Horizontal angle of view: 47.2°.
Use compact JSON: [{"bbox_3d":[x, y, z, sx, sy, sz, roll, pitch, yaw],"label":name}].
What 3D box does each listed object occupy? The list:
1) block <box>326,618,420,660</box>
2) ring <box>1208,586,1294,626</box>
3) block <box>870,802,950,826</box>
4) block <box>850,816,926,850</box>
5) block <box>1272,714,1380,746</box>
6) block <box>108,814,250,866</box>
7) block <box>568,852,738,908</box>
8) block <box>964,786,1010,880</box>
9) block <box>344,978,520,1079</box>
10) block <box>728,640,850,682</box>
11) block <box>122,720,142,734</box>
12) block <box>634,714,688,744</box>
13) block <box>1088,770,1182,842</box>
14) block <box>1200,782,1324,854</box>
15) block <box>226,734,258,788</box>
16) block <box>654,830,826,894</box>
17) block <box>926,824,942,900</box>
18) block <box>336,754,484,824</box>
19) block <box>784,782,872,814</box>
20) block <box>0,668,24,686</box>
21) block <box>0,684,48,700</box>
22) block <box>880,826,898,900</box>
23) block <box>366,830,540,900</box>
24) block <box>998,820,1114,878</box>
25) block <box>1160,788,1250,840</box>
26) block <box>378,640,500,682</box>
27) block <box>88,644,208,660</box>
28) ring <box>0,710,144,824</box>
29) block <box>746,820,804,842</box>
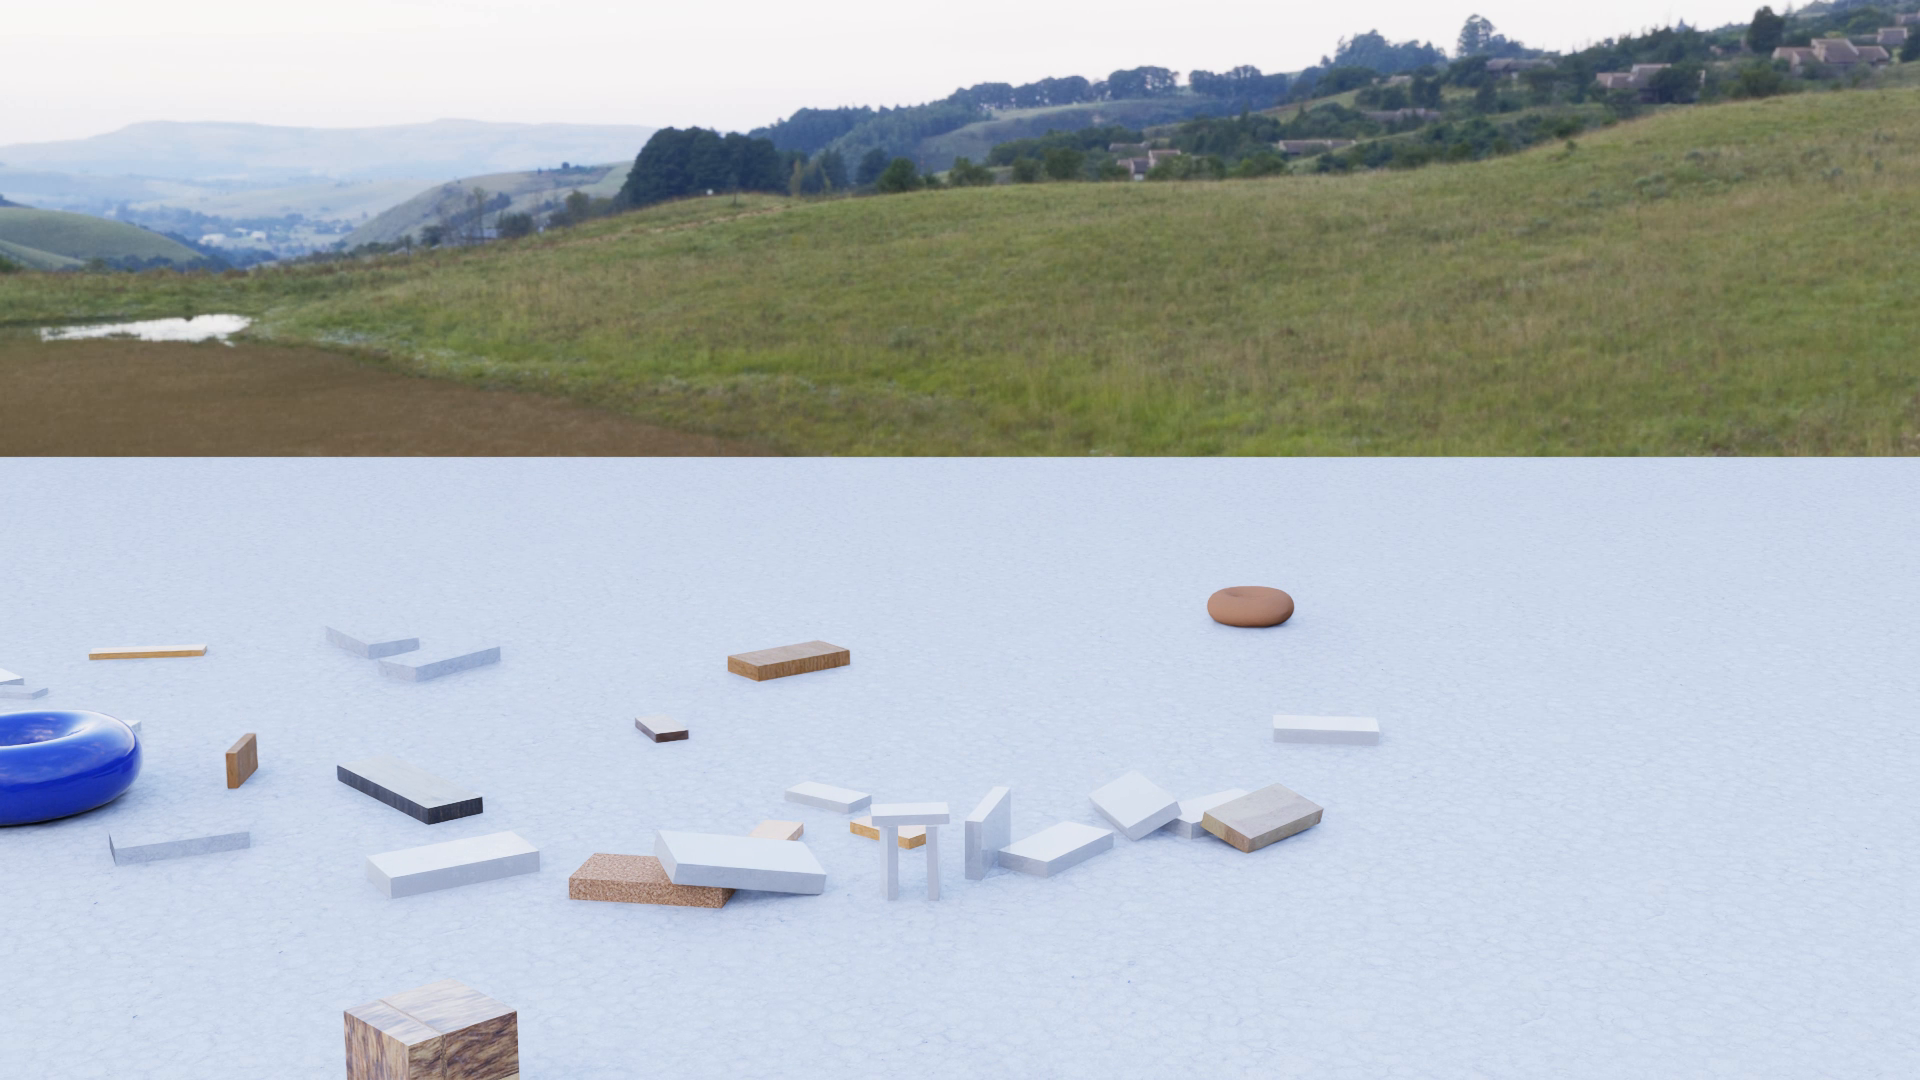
[{"bbox_3d":[-1.453,0.243,5.434,0.131,0.037,0.267,-8,13,-37],"label":"block"},{"bbox_3d":[0.755,0.172,5.717,0.226,0.075,0.226,-1,11,0],"label":"ring"},{"bbox_3d":[-0.084,0.455,3.646,0.128,0.018,0.064,-1,11,-5],"label":"block"},{"bbox_3d":[-0.120,0.524,3.966,0.147,0.021,0.073,9,14,41],"label":"block"},{"bbox_3d":[0.766,0.399,4.615,0.216,0.031,0.108,1,11,7],"label":"block"},{"bbox_3d":[-1.384,0.531,3.899,0.224,0.032,0.112,-5,12,-25],"label":"block"},{"bbox_3d":[-0.507,0.569,3.680,0.261,0.037,0.130,2,11,9],"label":"block"},{"bbox_3d":[0.049,0.508,3.826,0.029,0.103,0.207,3,11,15],"label":"block"},{"bbox_3d":[-0.671,0.672,2.799,0.156,0.156,0.156,-10,15,-44],"label":"block"},{"bbox_3d":[-0.405,0.285,5.209,0.261,0.037,0.130,-8,13,-38],"label":"block"},{"bbox_3d":[-1.783,0.406,4.602,0.073,0.021,0.147,1,11,7],"label":"block"},{"bbox_3d":[-0.631,0.398,4.648,0.072,0.020,0.143,-5,12,-25],"label":"block"},{"bbox_3d":[0.320,0.486,4.039,0.103,0.029,0.207,-28,17,-11],"label":"block"},{"bbox_3d":[0.547,0.501,3.973,0.216,0.031,0.108,-13,31,-43],"label":"block"},{"bbox_3d":[-1.410,0.433,4.318,0.020,0.072,0.143,0,11,-2],"label":"block"},{"bbox_3d":[-0.367,0.537,3.663,0.261,0.037,0.131,9,14,-25],"label":"block"},{"bbox_3d":[-0.044,0.528,3.654,0.018,0.128,0.064,-1,10,4],"label":"block"},{"bbox_3d":[-1.055,0.474,4.204,0.112,0.032,0.376,-9,14,-40],"label":"block"},{"bbox_3d":[-0.250,0.488,4.165,0.153,0.020,0.072,7,13,34],"label":"block"},{"bbox_3d":[-2.226,0.321,5.055,0.164,0.023,0.082,10,15,44],"label":"block"},{"bbox_3d":[-2.122,0.343,4.955,0.114,0.016,0.057,3,11,13],"label":"block"},{"bbox_3d":[-0.118,0.528,3.654,0.018,0.128,0.064,-3,11,-14],"label":"block"},{"bbox_3d":[-0.867,0.554,3.762,0.261,0.037,0.130,-7,12,-32],"label":"block"},{"bbox_3d":[0.169,0.541,3.853,0.103,0.029,0.207,8,13,36],"label":"block"},{"bbox_3d":[0.469,0.503,4.051,0.216,0.031,0.108,-8,13,-36],"label":"block"},{"bbox_3d":[-1.232,0.285,5.209,0.131,0.037,0.261,7,13,35],"label":"block"},{"bbox_3d":[-1.969,0.272,5.336,0.264,0.016,0.057,-2,11,-8],"label":"block"},{"bbox_3d":[-1.774,0.427,4.159,0.433,0.144,0.433,-1,9,0],"label":"ring"},{"bbox_3d":[-0.336,0.533,3.920,0.073,0.021,0.147,3,11,14],"label":"block"}]
